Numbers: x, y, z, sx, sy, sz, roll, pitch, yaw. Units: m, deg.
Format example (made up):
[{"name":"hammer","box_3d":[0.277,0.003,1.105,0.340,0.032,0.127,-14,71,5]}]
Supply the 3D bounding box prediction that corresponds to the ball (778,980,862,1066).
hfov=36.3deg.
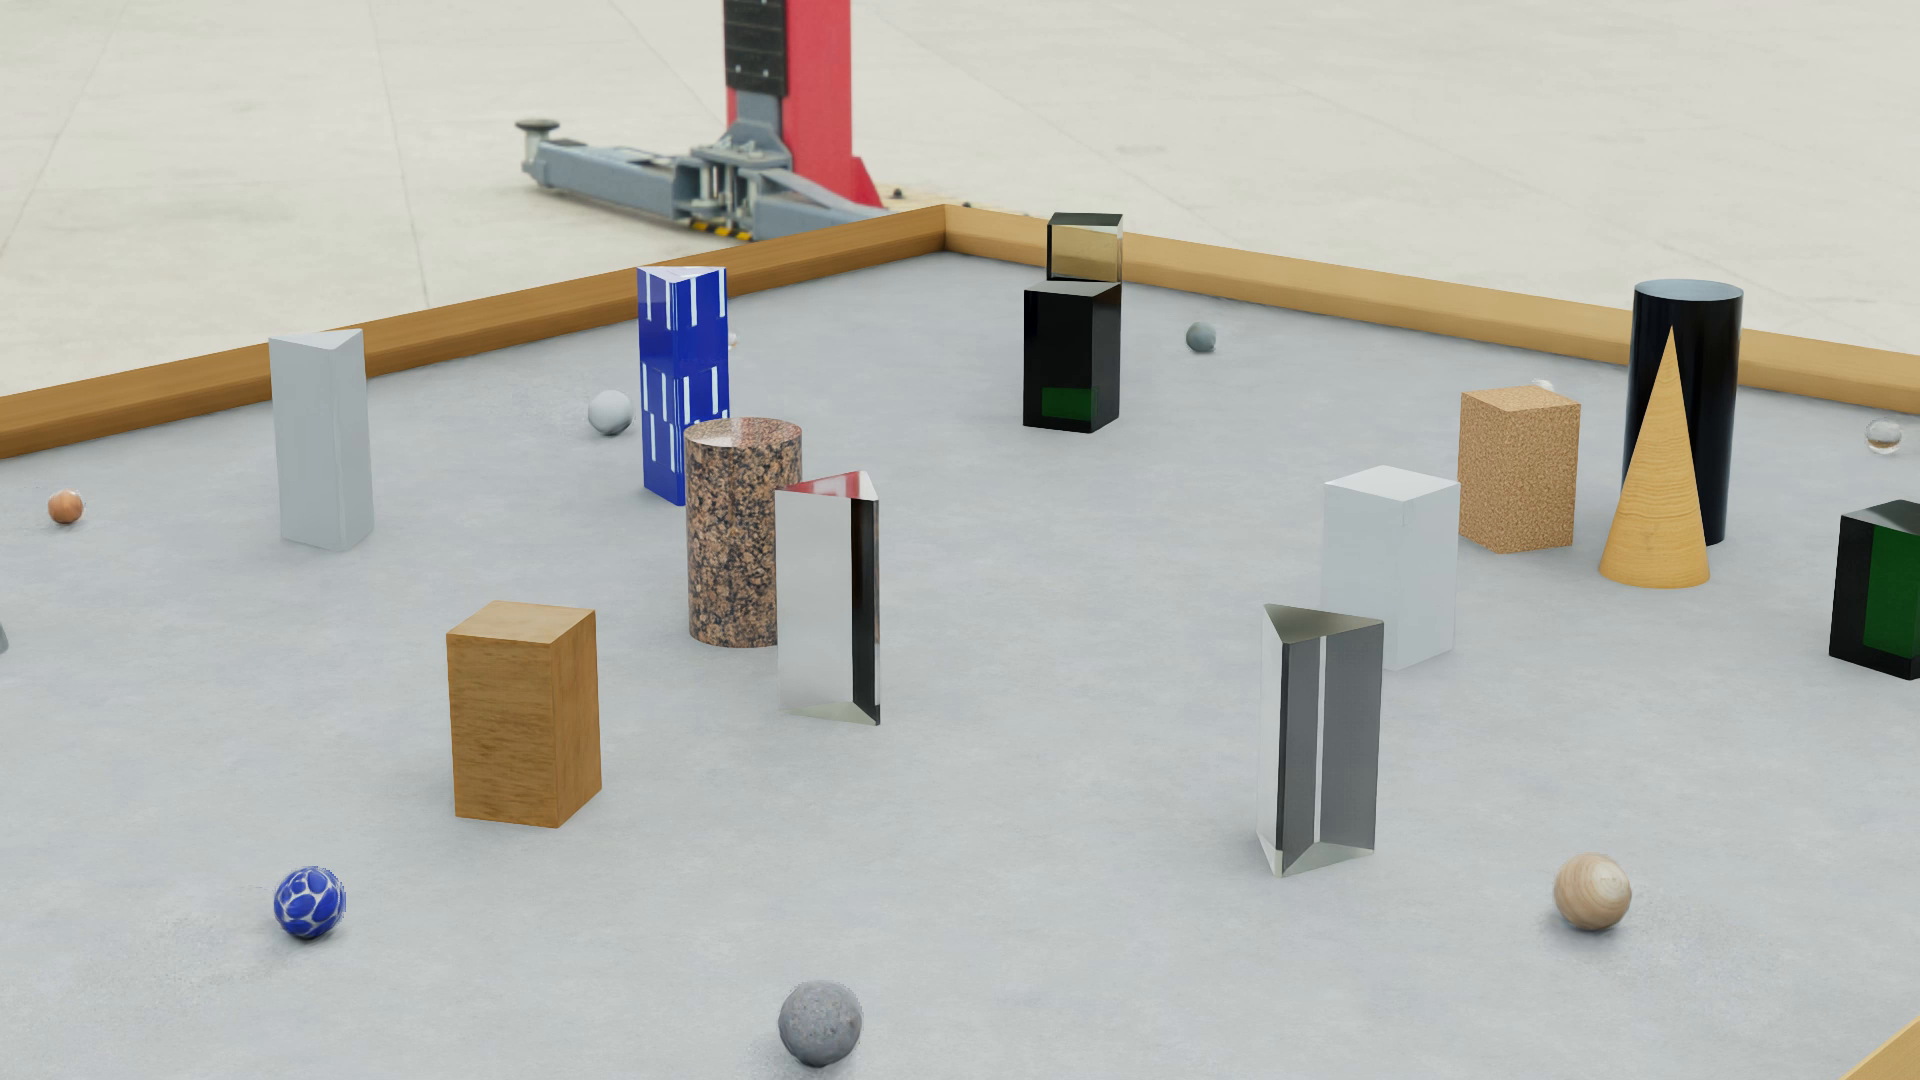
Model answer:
[{"name":"ball","box_3d":[-0.163,0.563,3.415,0.097,0.097,0.097,0,17,0]}]

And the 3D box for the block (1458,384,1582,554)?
[{"name":"block","box_3d":[1.030,-0.132,5.421,0.157,0.270,0.157,-6,18,-21]}]

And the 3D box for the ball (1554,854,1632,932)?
[{"name":"ball","box_3d":[0.814,0.454,3.774,0.098,0.098,0.098,0,17,0]}]

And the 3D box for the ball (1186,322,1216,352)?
[{"name":"ball","box_3d":[0.568,-0.478,6.909,0.073,0.073,0.073,0,17,0]}]

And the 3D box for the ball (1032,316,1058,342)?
[{"name":"ball","box_3d":[0.204,-0.503,7.008,0.064,0.064,0.064,0,17,0]}]

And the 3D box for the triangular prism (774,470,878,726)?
[{"name":"triangular prism","box_3d":[-0.177,0.084,4.548,0.170,0.360,0.147,6,18,20]}]

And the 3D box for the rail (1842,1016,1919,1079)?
[{"name":"rail","box_3d":[1.546,0.419,3.835,0.045,0.127,4.640,14,22,39]}]

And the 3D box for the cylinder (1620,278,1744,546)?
[{"name":"cylinder","box_3d":[1.333,-0.236,5.427,0.196,0.464,0.196,0,17,0]}]

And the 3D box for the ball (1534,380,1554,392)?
[{"name":"ball","box_3d":[1.281,-0.328,6.454,0.049,0.049,0.049,0,17,0]}]

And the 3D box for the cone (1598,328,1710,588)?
[{"name":"cone","box_3d":[1.245,-0.159,5.192,0.196,0.454,0.196,0,17,0]}]

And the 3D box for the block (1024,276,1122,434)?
[{"name":"block","box_3d":[0.239,-0.396,6.250,0.157,0.296,0.157,8,18,24]}]

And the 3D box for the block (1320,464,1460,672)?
[{"name":"block","box_3d":[0.704,0.044,4.810,0.157,0.286,0.157,16,23,42]}]

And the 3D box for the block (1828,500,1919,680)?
[{"name":"block","box_3d":[1.537,0.079,4.770,0.157,0.241,0.157,-12,21,-35]}]

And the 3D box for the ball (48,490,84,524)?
[{"name":"ball","box_3d":[-1.691,-0.062,5.542,0.065,0.065,0.065,0,17,0]}]

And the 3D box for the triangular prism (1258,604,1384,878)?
[{"name":"triangular prism","box_3d":[0.458,0.264,3.997,0.170,0.333,0.147,-11,20,-32]}]

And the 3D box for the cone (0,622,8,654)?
[{"name":"cone","box_3d":[-1.673,-0.014,4.784,0.196,0.411,0.196,0,17,0]}]

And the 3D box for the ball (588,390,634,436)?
[{"name":"ball","box_3d":[-0.736,-0.269,6.174,0.096,0.096,0.096,0,17,0]}]

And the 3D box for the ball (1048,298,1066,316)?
[{"name":"ball","box_3d":[0.242,-0.581,7.299,0.046,0.046,0.046,0,17,0]}]

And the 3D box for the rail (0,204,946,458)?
[{"name":"rail","box_3d":[-1.546,-0.356,6.405,0.045,0.127,4.640,14,22,39]}]

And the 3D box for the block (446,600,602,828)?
[{"name":"block","box_3d":[-0.617,0.245,4.162,0.157,0.274,0.157,5,17,16]}]

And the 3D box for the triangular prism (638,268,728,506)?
[{"name":"triangular prism","box_3d":[-0.561,-0.307,5.707,0.147,0.440,0.170,10,19,29]}]

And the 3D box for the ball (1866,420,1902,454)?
[{"name":"ball","box_3d":[1.901,-0.212,6.030,0.071,0.071,0.071,0,17,0]}]

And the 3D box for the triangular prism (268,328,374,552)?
[{"name":"triangular prism","box_3d":[-1.152,-0.191,5.425,0.170,0.381,0.147,12,21,35]}]

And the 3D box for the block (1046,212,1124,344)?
[{"name":"block","box_3d":[0.282,-0.550,6.653,0.157,0.359,0.157,2,17,7]}]

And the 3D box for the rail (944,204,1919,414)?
[{"name":"rail","box_3d":[1.505,-0.469,6.780,4.143,0.127,0.045,14,22,39]}]

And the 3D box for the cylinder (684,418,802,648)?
[{"name":"cylinder","box_3d":[-0.359,-0.014,4.900,0.196,0.345,0.196,0,17,0]}]

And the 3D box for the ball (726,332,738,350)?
[{"name":"ball","box_3d":[-0.548,-0.470,6.933,0.044,0.044,0.044,0,17,0]}]

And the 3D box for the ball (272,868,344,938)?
[{"name":"ball","box_3d":[-0.835,0.465,3.755,0.089,0.089,0.089,0,17,0]}]
